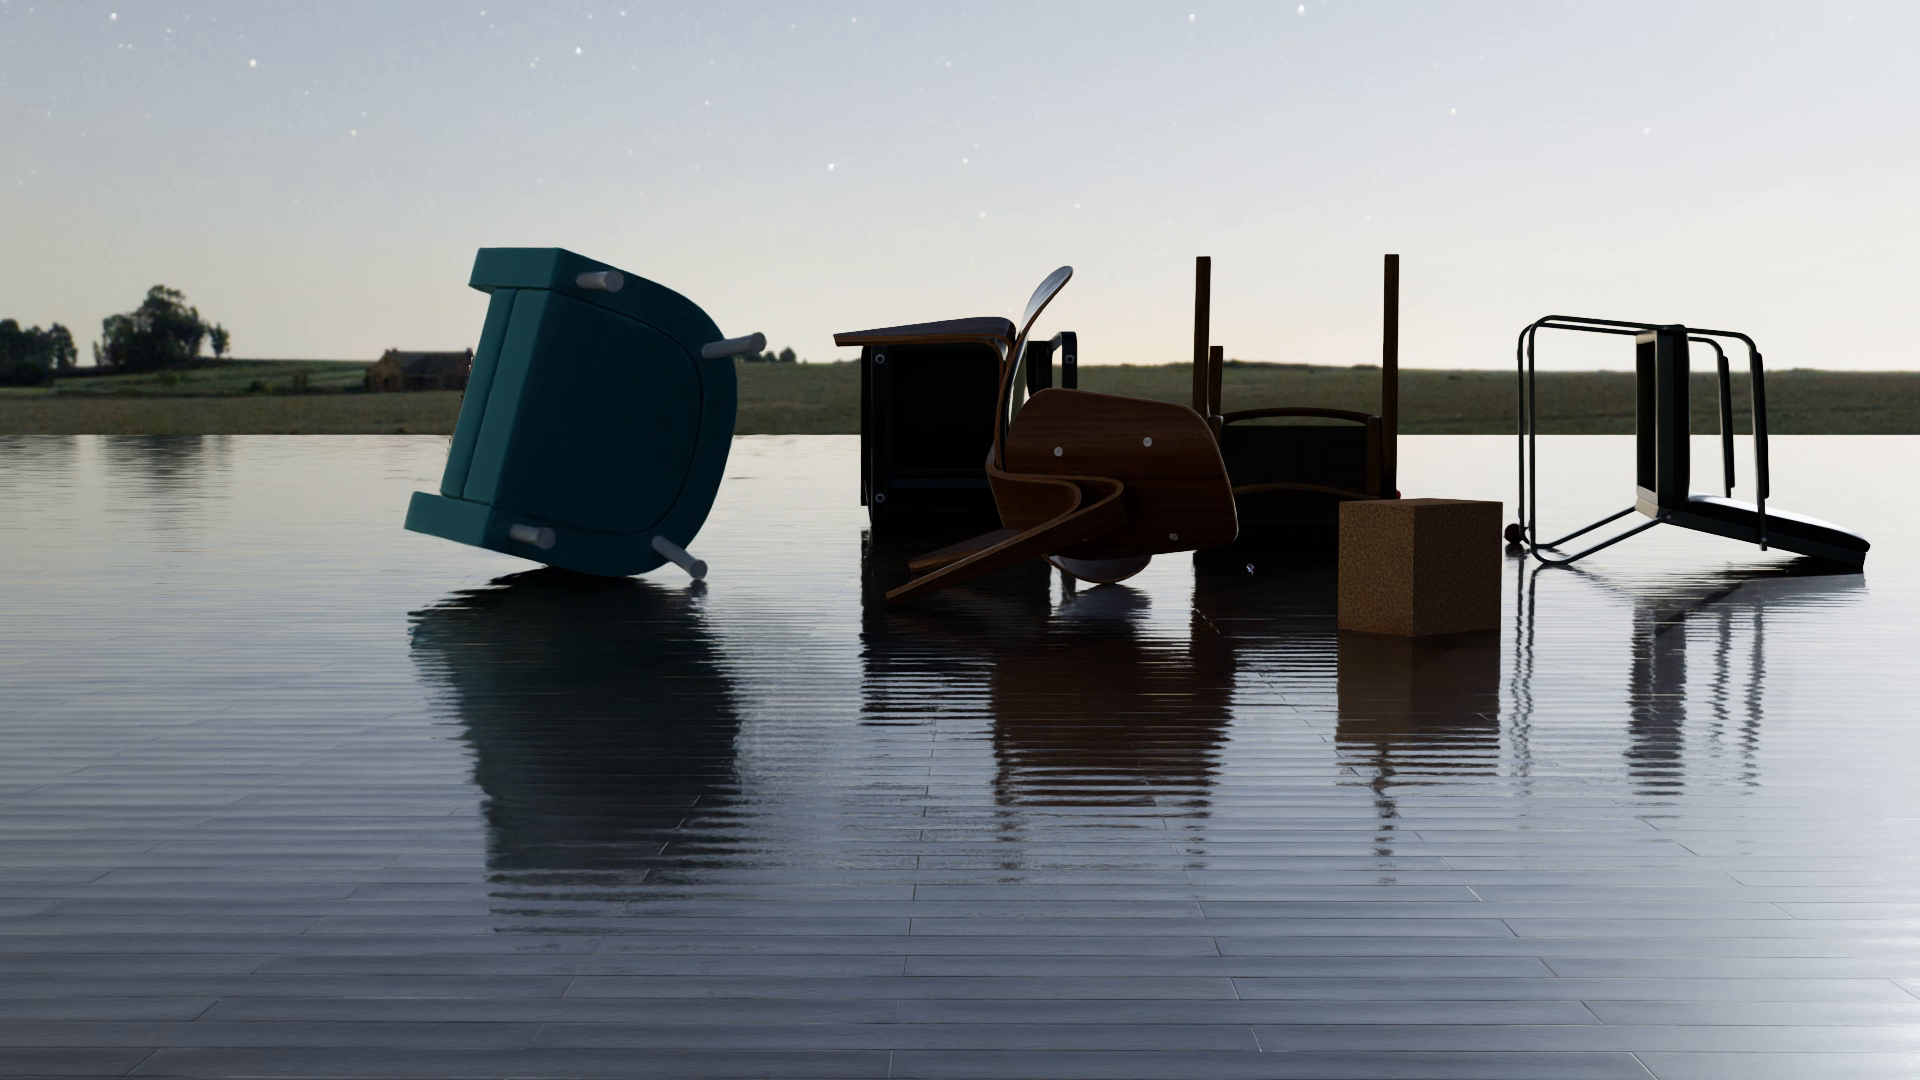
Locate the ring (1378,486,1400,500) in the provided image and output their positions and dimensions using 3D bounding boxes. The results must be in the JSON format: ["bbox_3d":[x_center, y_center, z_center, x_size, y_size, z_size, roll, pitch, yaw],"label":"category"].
[{"bbox_3d":[1.634,-0.163,8.372,0.052,0.078,0.111,22,28,39],"label":"ring"}]

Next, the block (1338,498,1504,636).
[{"bbox_3d":[0.864,0.047,4.127,0.249,0.238,0.182,-3,5,-37],"label":"block"}]
